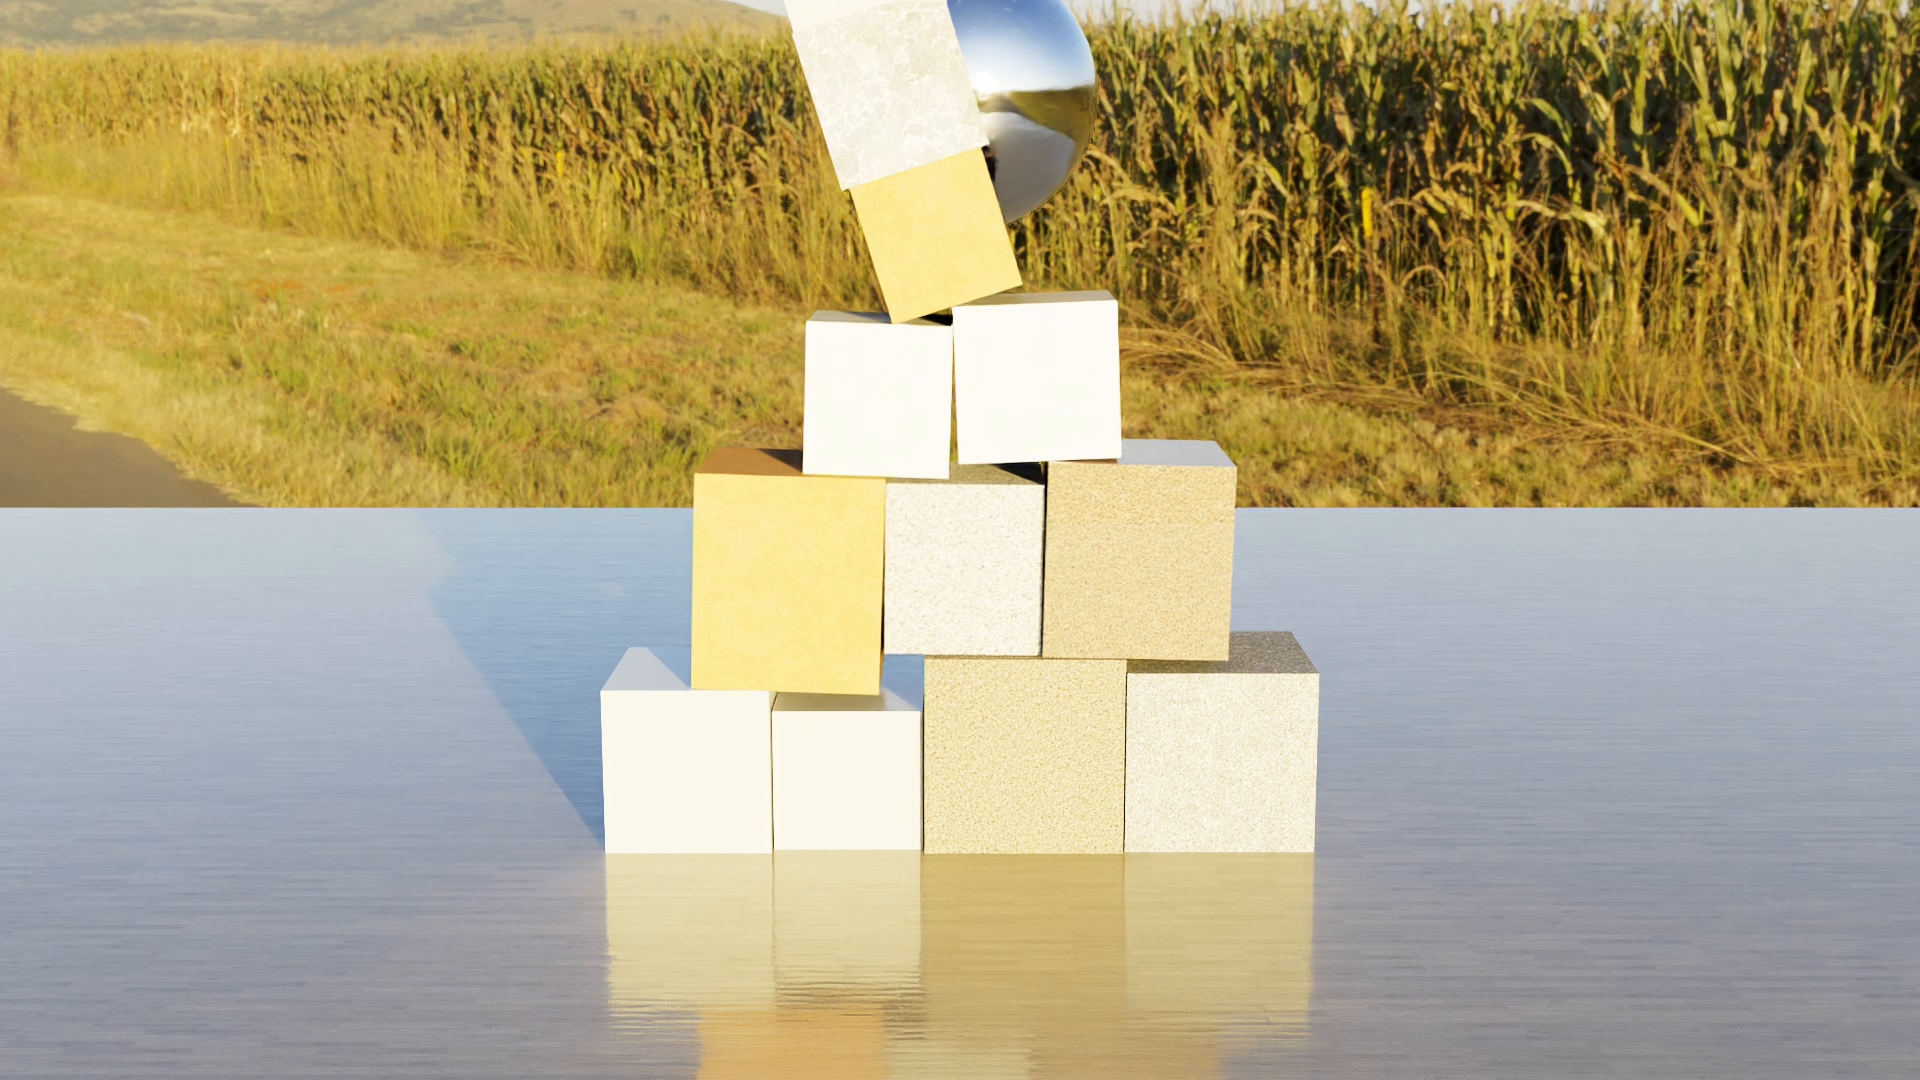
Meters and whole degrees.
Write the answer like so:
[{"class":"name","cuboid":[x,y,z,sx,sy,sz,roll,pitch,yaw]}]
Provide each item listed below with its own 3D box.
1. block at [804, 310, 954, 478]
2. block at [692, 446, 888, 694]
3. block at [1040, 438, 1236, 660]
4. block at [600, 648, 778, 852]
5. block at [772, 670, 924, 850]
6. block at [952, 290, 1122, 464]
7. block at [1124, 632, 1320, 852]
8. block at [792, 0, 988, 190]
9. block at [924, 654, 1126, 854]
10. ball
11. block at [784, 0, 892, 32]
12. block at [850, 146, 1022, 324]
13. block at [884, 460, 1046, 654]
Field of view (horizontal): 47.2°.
[{"class":"block","cuboid":[-0.399,-0.743,11.050,0.710,0.742,0.725,2,10,0]},{"class":"block","cuboid":[-0.841,0.136,11.193,0.922,1.069,0.940,2,10,0]},{"class":"block","cuboid":[0.875,0.026,11.199,0.912,0.963,0.944,1,10,0]},{"class":"block","cuboid":[-1.355,1.068,11.365,0.828,0.833,0.946,0,10,0]},{"class":"block","cuboid":[-0.558,1.124,11.394,0.746,0.713,0.866,0,10,0]},{"class":"block","cuboid":[0.376,-0.831,11.035,0.792,0.765,0.762,-2,10,1]},{"class":"block","cuboid":[1.296,1.024,11.377,0.946,0.916,0.953,0,10,0]},{"class":"block","cuboid":[-0.326,-2.204,10.786,0.735,0.764,0.820,-17,10,3]},{"class":"block","cuboid":[0.320,0.990,11.343,0.989,0.991,0.946,0,10,0]},{"class":"ball","cuboid":[0.000,-2.599,12.816,1.600,1.600,1.600,0,10,0]},{"class":"block","cuboid":[-0.570,-2.966,10.632,0.713,0.867,0.754,-17,10,3]},{"class":"block","cuboid":[-0.112,-1.521,10.899,0.654,0.684,0.736,-17,10,3]},{"class":"block","cuboid":[0.023,0.076,11.205,0.779,0.849,0.800,1,10,0]}]
